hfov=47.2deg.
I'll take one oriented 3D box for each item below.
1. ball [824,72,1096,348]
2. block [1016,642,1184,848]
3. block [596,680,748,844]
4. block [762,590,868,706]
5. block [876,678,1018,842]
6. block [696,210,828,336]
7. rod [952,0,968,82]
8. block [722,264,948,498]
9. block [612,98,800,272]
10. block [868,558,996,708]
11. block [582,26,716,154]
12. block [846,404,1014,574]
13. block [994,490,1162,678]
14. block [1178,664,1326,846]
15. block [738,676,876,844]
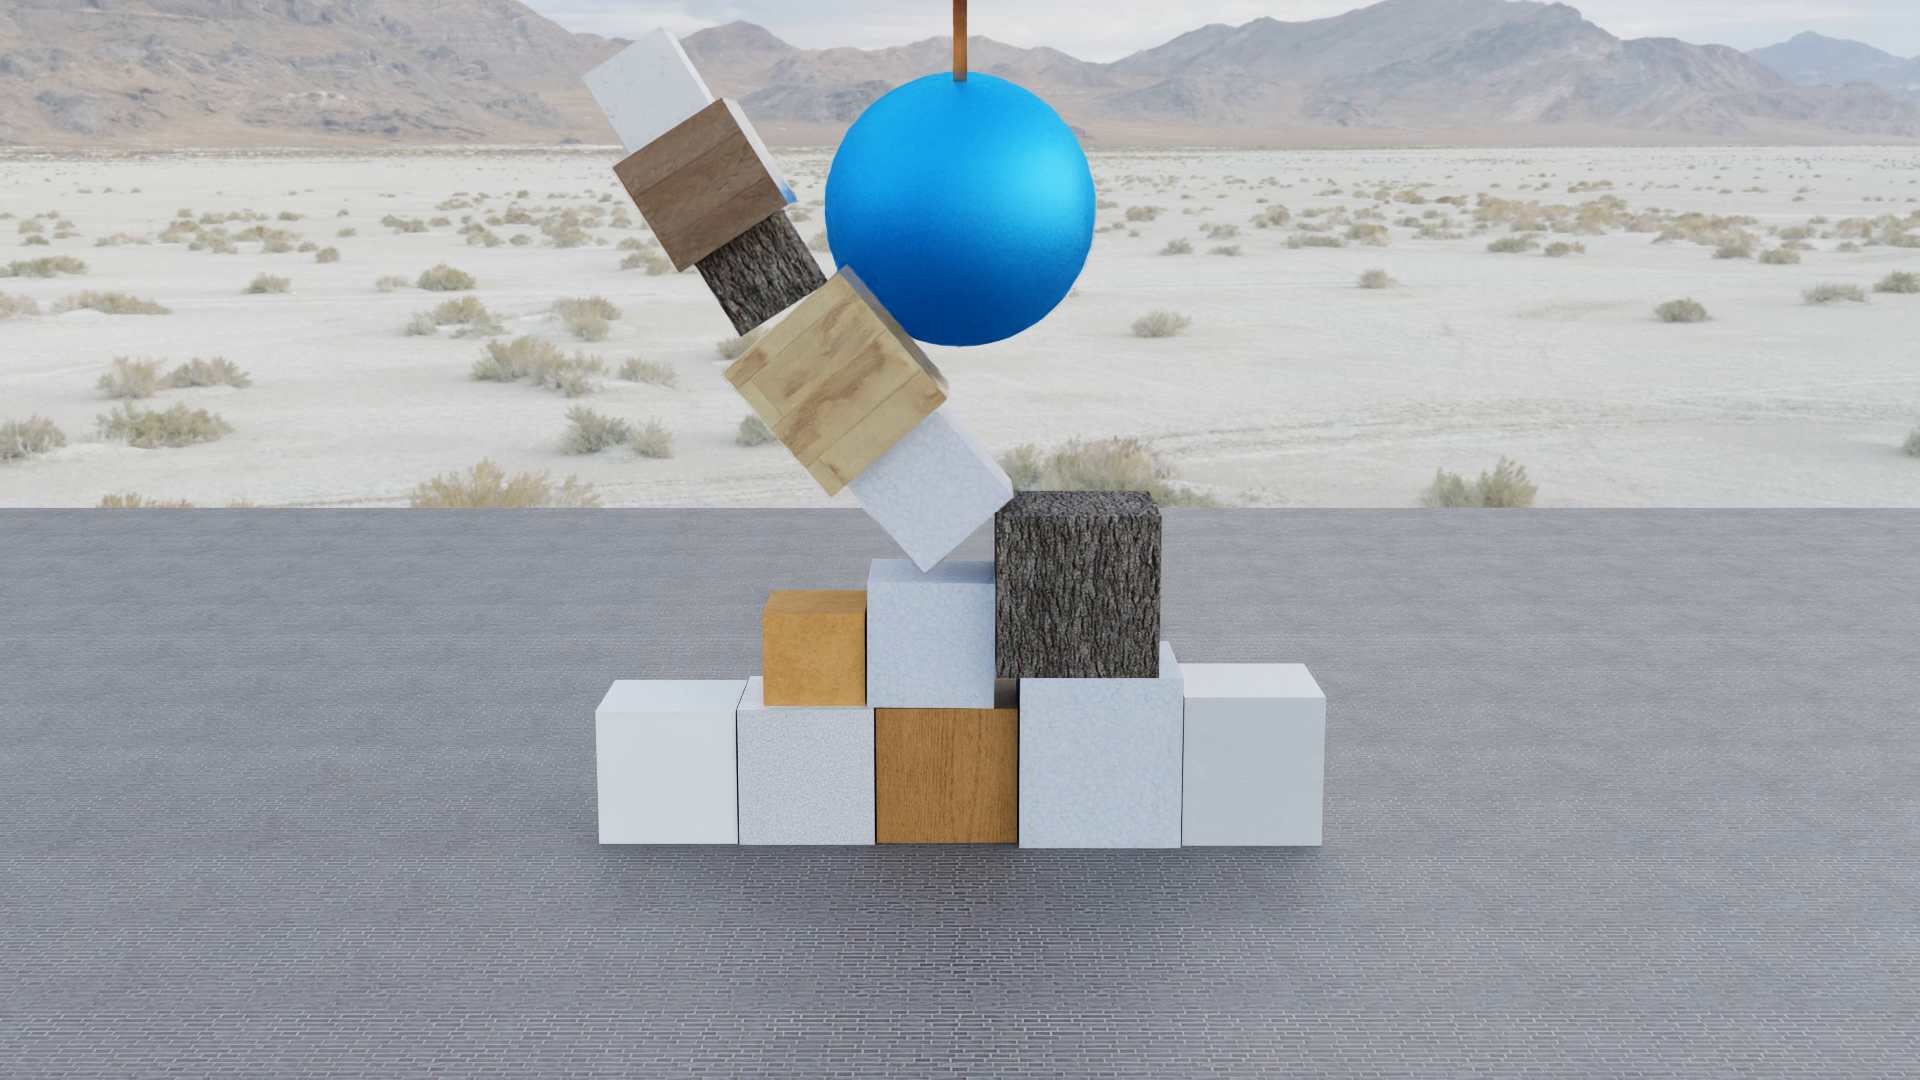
[{"bbox_3d":[0.000,-1.936,12.937,1.600,1.600,1.600,0,10,0],"label":"ball"},{"bbox_3d":[0.704,1.043,11.375,0.811,0.878,0.822,0,10,0],"label":"block"},{"bbox_3d":[-1.473,1.138,11.378,0.700,0.690,0.652,0,10,0],"label":"block"},{"bbox_3d":[-0.731,0.549,11.298,0.511,0.473,0.594,0,10,0],"label":"block"},{"bbox_3d":[-0.066,1.131,11.397,0.709,0.697,0.658,0,10,0],"label":"block"},{"bbox_3d":[-0.980,-1.328,10.920,0.467,0.414,0.461,-31,8,6],"label":"block"},{"bbox_3d":[0.000,-4.864,11.210,0.080,5.200,0.080,0,31,0],"label":"rod"},{"bbox_3d":[-0.605,-0.816,11.043,0.750,0.805,0.762,-40,8,7],"label":"block"},{"bbox_3d":[-1.241,-1.755,10.865,0.621,0.590,0.716,-31,8,5],"label":"block"},{"bbox_3d":[-0.145,0.472,11.277,0.636,0.638,0.631,1,10,0],"label":"block"},{"bbox_3d":[-1.507,-2.190,10.769,0.454,0.443,0.385,-32,8,5],"label":"block"},{"bbox_3d":[-0.148,-0.293,11.146,0.582,0.590,0.588,-41,8,7],"label":"block"},{"bbox_3d":[0.584,0.213,11.215,0.806,0.813,0.803,0,10,0],"label":"block"},{"bbox_3d":[1.471,1.098,11.376,0.705,0.769,0.722,0,10,0],"label":"block"},{"bbox_3d":[-0.772,1.131,11.384,0.682,0.703,0.698,0,10,0],"label":"block"}]
